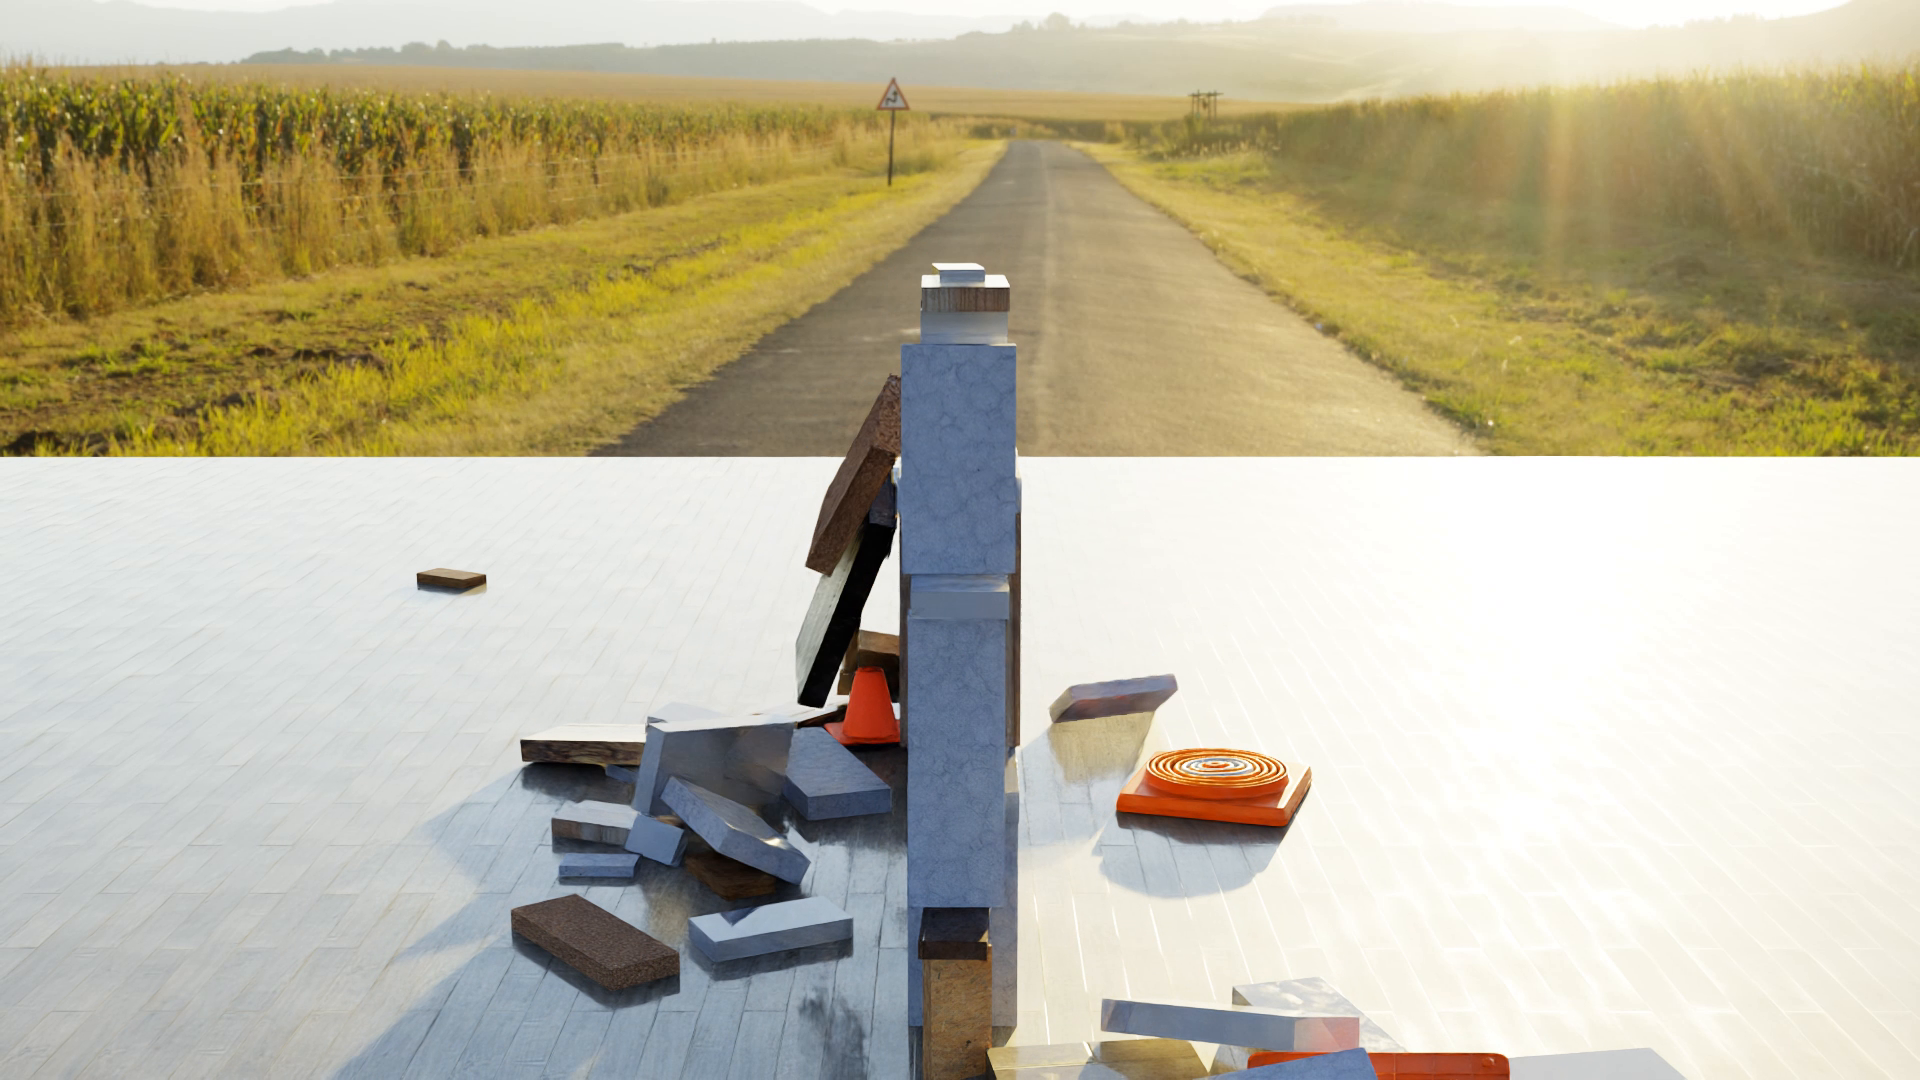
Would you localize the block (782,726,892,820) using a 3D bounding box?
[{"bbox_3d":[-0.283,0.451,4.292,0.162,0.046,0.460,-4,11,-20],"label":"block"}]

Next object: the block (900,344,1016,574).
[{"bbox_3d":[-0.002,-0.111,3.014,0.156,0.311,0.044,0,7,-1],"label":"block"}]

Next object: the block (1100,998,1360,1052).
[{"bbox_3d":[0.360,0.649,2.951,0.311,0.044,0.156,-5,-12,42],"label":"block"}]

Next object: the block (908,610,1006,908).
[{"bbox_3d":[-0.005,0.298,2.990,0.131,0.409,0.037,0,10,-1],"label":"block"}]

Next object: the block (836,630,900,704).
[{"bbox_3d":[-0.176,0.269,4.651,0.150,0.042,0.300,9,-24,-3],"label":"block"}]

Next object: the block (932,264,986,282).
[{"bbox_3d":[-0.003,-0.387,3.187,0.066,0.019,0.131,-1,11,-5],"label":"block"}]

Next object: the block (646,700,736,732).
[{"bbox_3d":[-0.476,0.379,4.335,0.254,0.036,0.127,13,13,14],"label":"block"}]

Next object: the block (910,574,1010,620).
[{"bbox_3d":[-0.001,0.063,3.037,0.130,0.037,0.261,0,11,0],"label":"block"}]

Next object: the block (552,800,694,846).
[{"bbox_3d":[-0.608,0.516,3.979,0.232,0.033,0.116,4,11,22],"label":"block"}]

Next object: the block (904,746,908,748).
[{"bbox_3d":[0.000,0.117,3.485,0.178,0.425,0.050,0,10,0],"label":"block"}]

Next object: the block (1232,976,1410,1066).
[{"bbox_3d":[0.497,0.683,3.061,0.139,0.039,0.277,-3,11,-16],"label":"block"}]

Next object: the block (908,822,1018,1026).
[{"bbox_3d":[0.004,0.534,3.119,0.155,0.310,0.044,0,11,0],"label":"block"}]

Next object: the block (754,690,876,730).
[{"bbox_3d":[-0.311,0.373,4.737,0.127,0.036,0.254,8,13,38],"label":"block"}]

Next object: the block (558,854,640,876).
[{"bbox_3d":[-0.620,0.559,3.785,0.130,0.018,0.065,0,11,2],"label":"block"}]

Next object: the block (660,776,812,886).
[{"bbox_3d":[-0.393,0.501,3.816,0.164,0.046,0.328,28,-2,-26],"label":"block"}]

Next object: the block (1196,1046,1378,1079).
[{"bbox_3d":[0.287,0.708,2.629,0.441,0.044,0.156,-11,19,1],"label":"block"}]

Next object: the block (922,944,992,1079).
[{"bbox_3d":[-0.004,0.632,2.945,0.090,0.181,0.026,-5,12,-26],"label":"block"}]

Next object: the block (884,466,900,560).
[{"bbox_3d":[-0.120,-0.046,3.823,0.021,0.145,0.072,10,23,-7],"label":"block"}]

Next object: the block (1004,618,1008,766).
[{"bbox_3d":[0.003,0.193,3.148,0.131,0.261,0.037,0,11,1],"label":"block"}]

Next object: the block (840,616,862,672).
[{"bbox_3d":[-0.194,0.153,3.880,0.021,0.145,0.072,3,15,-14],"label":"block"}]

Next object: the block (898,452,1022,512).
[{"bbox_3d":[-0.001,-0.097,3.332,0.178,0.050,0.356,0,10,0],"label":"block"}]

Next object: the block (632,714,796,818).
[{"bbox_3d":[-0.450,0.413,4.048,0.046,0.162,0.323,21,14,39],"label":"block"}]

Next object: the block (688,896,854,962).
[{"bbox_3d":[-0.298,0.611,3.465,0.232,0.033,0.116,-5,12,-26],"label":"block"}]

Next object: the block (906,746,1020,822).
[{"bbox_3d":[0.004,0.341,3.189,0.155,0.044,0.311,0,11,0],"label":"block"}]

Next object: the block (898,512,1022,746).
[{"bbox_3d":[0.000,0.126,3.249,0.178,0.356,0.050,0,9,0],"label":"block"}]

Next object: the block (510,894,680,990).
[{"bbox_3d":[-0.569,0.621,3.412,0.116,0.033,0.329,-8,13,-37],"label":"block"}]

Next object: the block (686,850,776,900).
[{"bbox_3d":[-0.390,0.566,3.730,0.090,0.026,0.181,-6,12,-28],"label":"block"}]

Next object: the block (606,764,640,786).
[{"bbox_3d":[-0.606,0.458,4.310,0.090,0.026,0.181,-10,14,-42],"label":"block"}]

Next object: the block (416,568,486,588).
[{"bbox_3d":[-1.433,0.107,6.199,0.181,0.026,0.090,6,12,31],"label":"block"}]

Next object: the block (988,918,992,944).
[{"bbox_3d":[-0.001,0.613,3.048,0.090,0.181,0.026,0,10,2],"label":"block"}]

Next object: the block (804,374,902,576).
[{"bbox_3d":[-0.163,-0.102,3.582,0.046,0.328,0.164,21,47,-10],"label":"block"}]

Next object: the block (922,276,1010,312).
[{"bbox_3d":[0.006,-0.355,3.156,0.121,0.034,0.243,0,10,-1],"label":"block"}]

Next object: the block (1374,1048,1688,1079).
[{"bbox_3d":[0.701,0.721,2.855,0.484,0.039,0.139,-2,11,-9],"label":"block"}]

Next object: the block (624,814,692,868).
[{"bbox_3d":[-0.529,0.525,3.839,0.130,0.065,0.018,10,-16,43],"label":"block"}]

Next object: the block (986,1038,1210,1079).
[{"bbox_3d":[0.181,0.711,2.910,0.277,0.039,0.139,-1,11,-8],"label":"block"}]

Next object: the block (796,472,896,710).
[{"bbox_3d":[-0.201,0.083,3.786,0.046,0.417,0.164,13,36,-15],"label":"block"}]

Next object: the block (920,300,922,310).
[{"bbox_3d":[0.003,-0.232,3.256,0.122,0.243,0.034,0,10,-3],"label":"block"}]

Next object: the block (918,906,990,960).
[{"bbox_3d":[-0.006,0.522,2.973,0.090,0.026,0.181,0,10,2],"label":"block"}]

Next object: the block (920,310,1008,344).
[{"bbox_3d":[0.006,-0.148,3.106,0.121,0.352,0.034,0,9,0],"label":"block"}]

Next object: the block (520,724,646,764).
[{"bbox_3d":[-0.701,0.409,4.413,0.323,0.046,0.162,-1,7,26],"label":"block"}]

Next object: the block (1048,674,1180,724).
[{"bbox_3d":[0.330,0.340,4.730,0.254,0.036,0.127,-5,-24,-24],"label":"block"}]
